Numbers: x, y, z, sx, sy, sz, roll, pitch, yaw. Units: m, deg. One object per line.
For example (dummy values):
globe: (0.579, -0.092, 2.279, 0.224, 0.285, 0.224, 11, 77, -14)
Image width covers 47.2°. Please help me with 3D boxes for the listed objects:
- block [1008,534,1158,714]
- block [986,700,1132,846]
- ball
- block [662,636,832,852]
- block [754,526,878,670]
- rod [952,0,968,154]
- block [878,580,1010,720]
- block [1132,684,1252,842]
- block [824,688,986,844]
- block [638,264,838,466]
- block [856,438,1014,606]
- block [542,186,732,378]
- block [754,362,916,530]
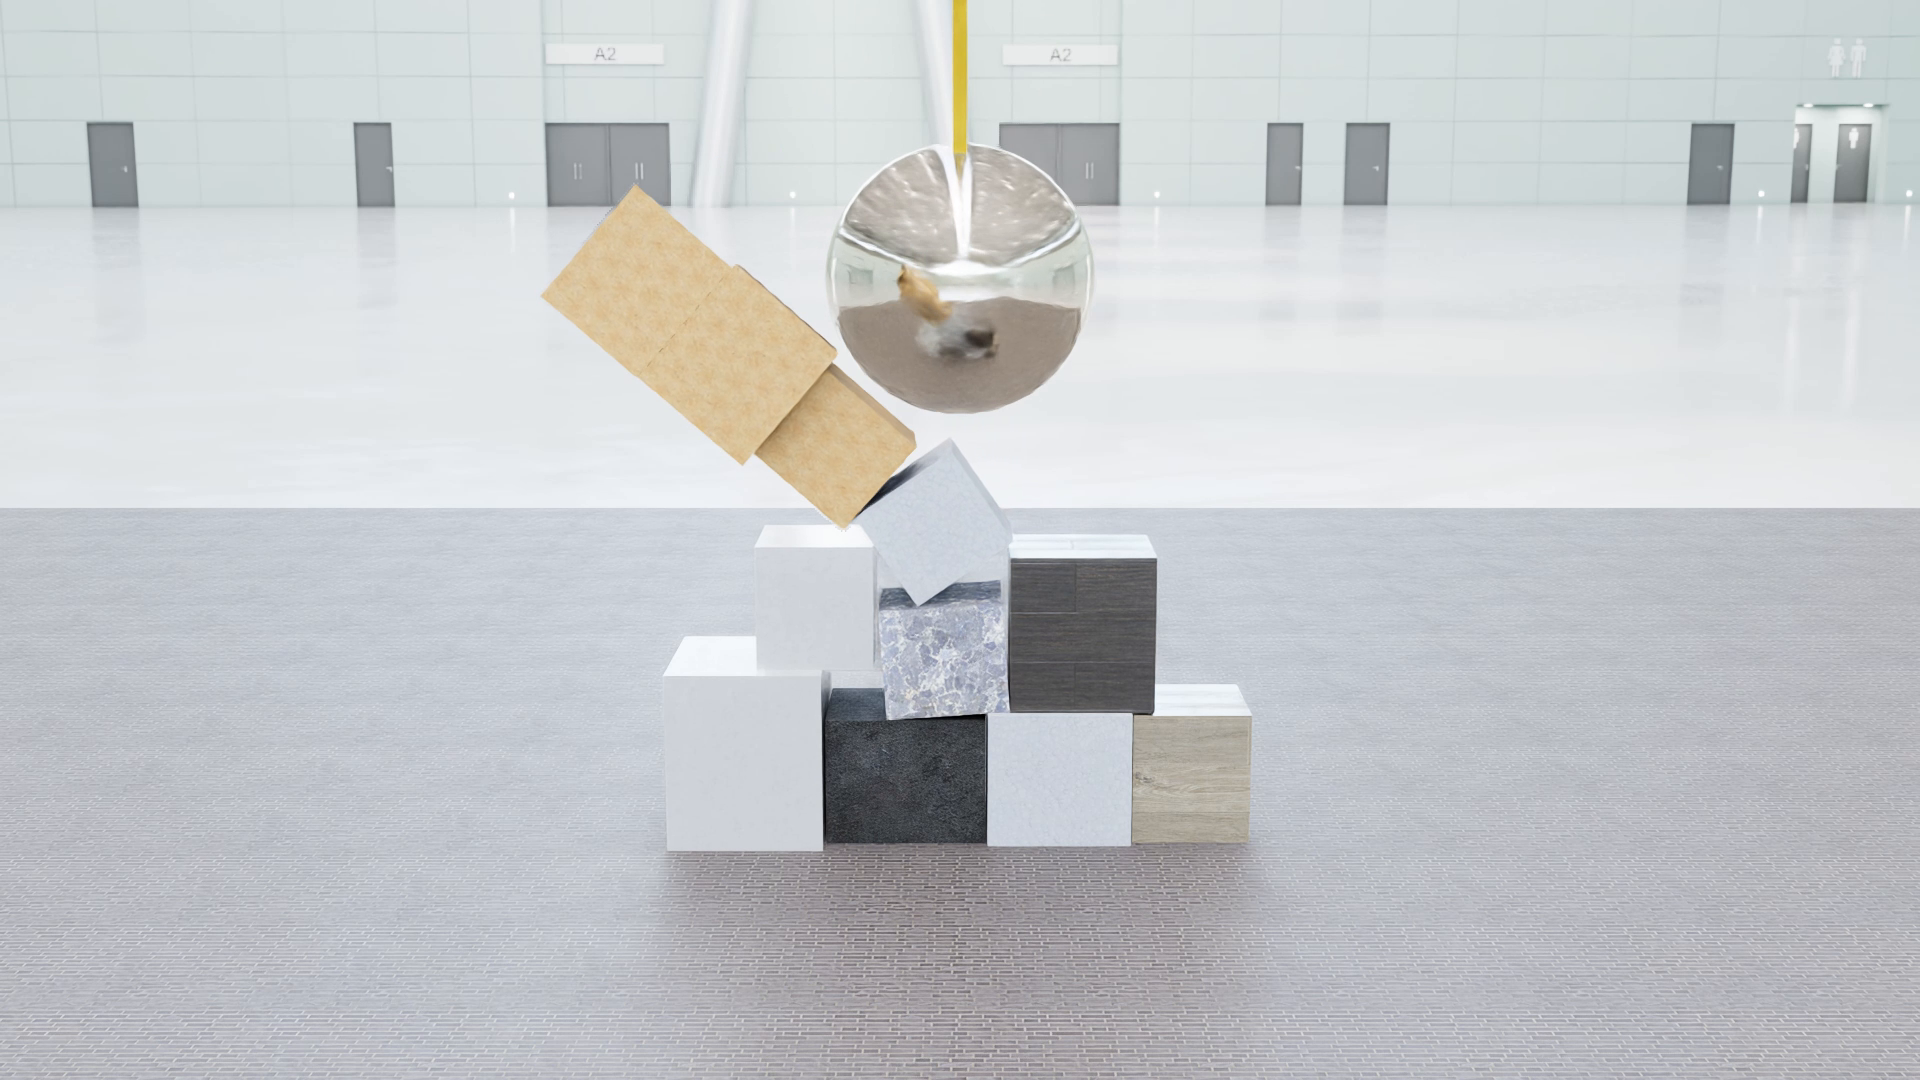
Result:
block: (0.614, 0.419, 11.271, 0.726, 0.792, 0.655, 0, 10, 0)
block: (0.500, 1.141, 11.404, 0.722, 0.675, 0.784, 0, 10, 0)
ball: (0.000, -1.540, 13.009, 1.600, 1.600, 1.600, 0, 10, 0)
block: (-1.076, 1.035, 11.354, 0.779, 0.901, 0.875, 0, 10, 0)
block: (-0.724, 0.285, 11.222, 0.584, 0.623, 0.630, 0, 10, 0)
rod: (0.000, -4.469, 11.281, 0.080, 5.200, 0.080, 0, 31, 0)
block: (-0.078, 0.557, 11.265, 0.617, 0.554, 0.599, -4, 10, 1)
block: (1.168, 1.148, 11.400, 0.594, 0.662, 0.645, 0, 10, 0)
block: (-0.273, 1.160, 11.400, 0.805, 0.639, 0.674, 0, 10, 0)
block: (-1.098, -0.889, 11.013, 0.658, 0.721, 0.783, 41, 2, -8)
block: (-0.130, -0.100, 11.188, 0.582, 0.550, 0.549, -34, 9, 5)
block: (-1.582, -1.274, 10.874, 0.599, 0.701, 0.617, 41, 1, -8)
block: (-0.626, -0.490, 11.105, 0.590, 0.551, 0.563, 41, 6, -8)
